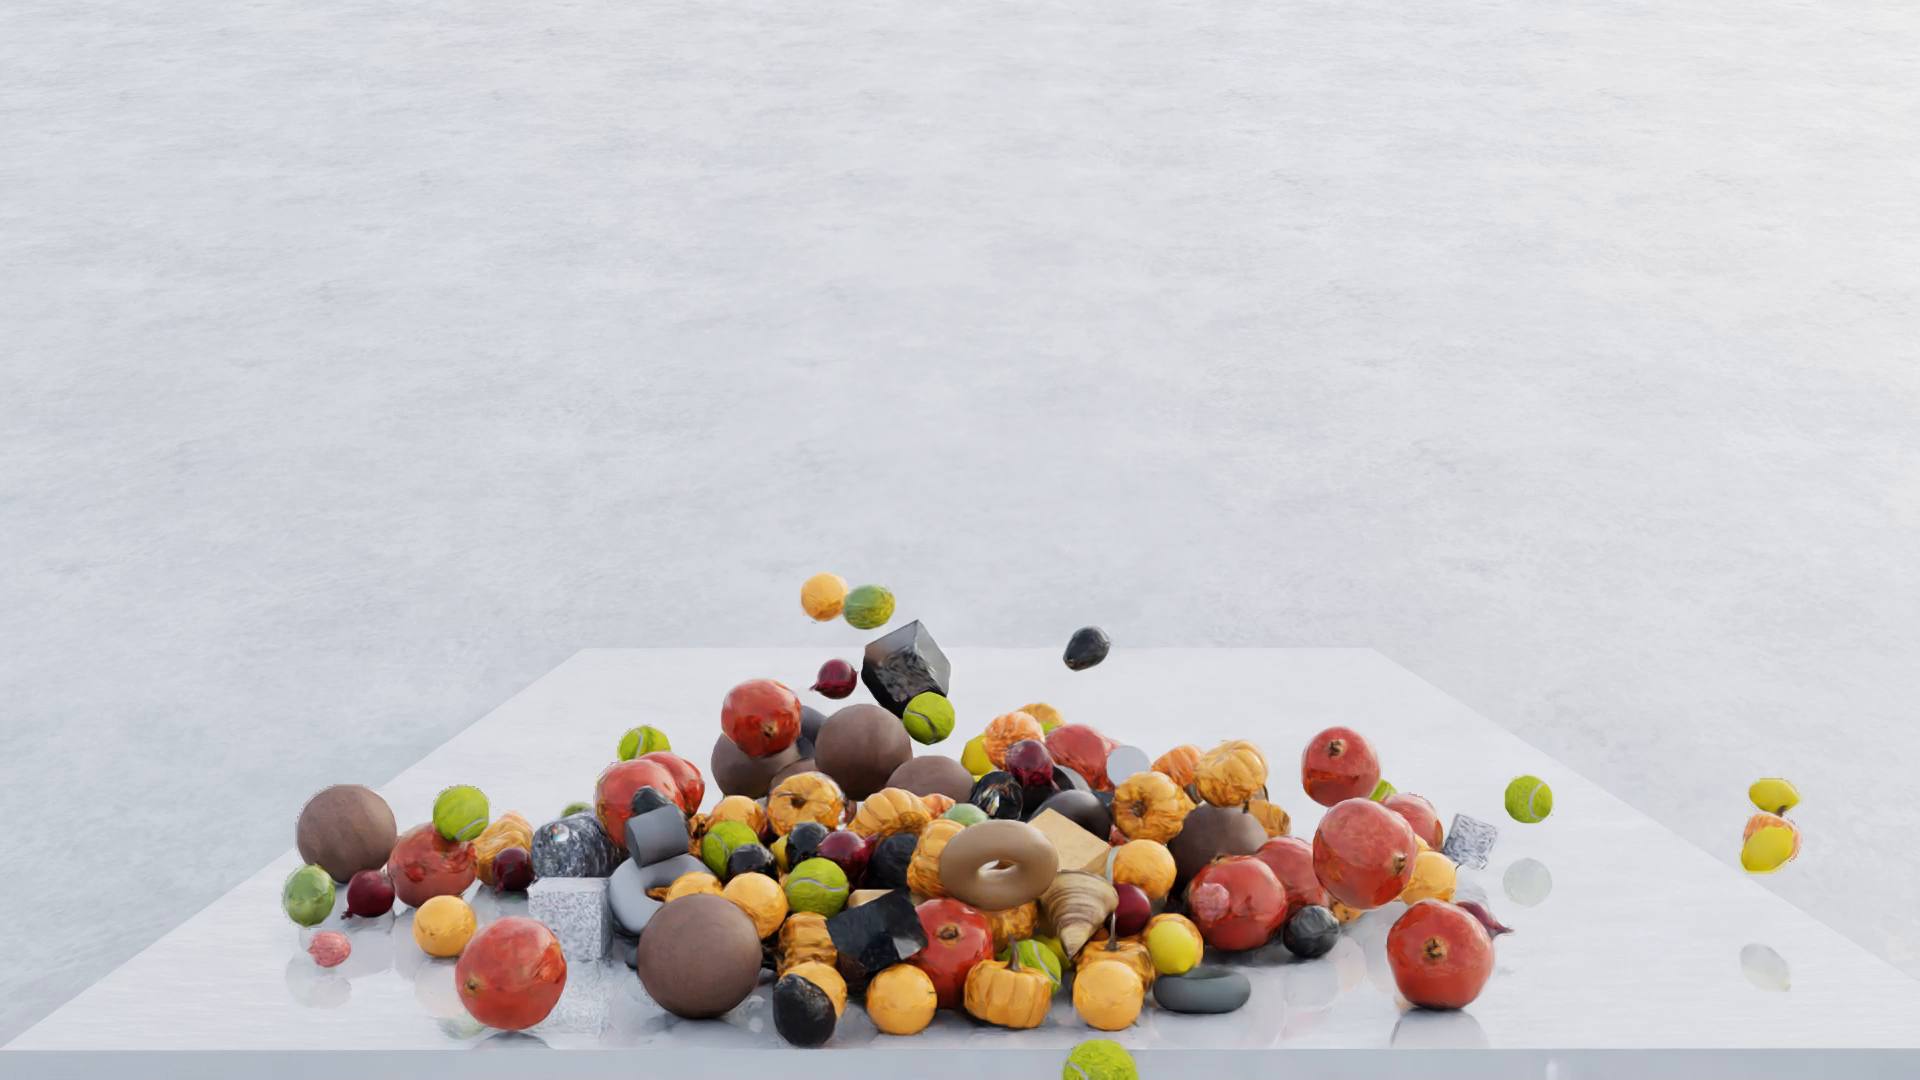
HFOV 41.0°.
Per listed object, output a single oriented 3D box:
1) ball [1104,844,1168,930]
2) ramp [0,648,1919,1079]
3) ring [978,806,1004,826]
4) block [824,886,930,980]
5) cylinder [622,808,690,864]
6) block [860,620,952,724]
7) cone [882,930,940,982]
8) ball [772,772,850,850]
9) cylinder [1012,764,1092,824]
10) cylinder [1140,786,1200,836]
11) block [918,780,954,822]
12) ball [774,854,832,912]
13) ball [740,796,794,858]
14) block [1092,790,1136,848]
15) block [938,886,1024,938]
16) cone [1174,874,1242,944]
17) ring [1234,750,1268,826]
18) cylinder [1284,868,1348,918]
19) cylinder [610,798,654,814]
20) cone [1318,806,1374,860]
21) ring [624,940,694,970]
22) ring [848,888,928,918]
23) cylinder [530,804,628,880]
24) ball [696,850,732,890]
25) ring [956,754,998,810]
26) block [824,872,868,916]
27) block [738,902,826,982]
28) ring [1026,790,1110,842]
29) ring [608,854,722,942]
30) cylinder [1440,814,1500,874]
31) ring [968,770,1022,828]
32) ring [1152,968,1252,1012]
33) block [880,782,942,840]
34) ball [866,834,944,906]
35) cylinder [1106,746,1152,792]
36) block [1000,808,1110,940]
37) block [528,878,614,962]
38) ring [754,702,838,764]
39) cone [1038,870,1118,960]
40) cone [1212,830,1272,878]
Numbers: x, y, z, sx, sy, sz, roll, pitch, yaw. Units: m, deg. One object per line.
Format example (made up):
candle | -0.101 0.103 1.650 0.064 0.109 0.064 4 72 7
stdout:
ball | 0.195 0.408 3.017 0.100 0.100 0.100 0 21 0
ramp | 0.048 0.438 4.532 2.000 0.100 4.000 0 3 0
ring | 0.061 0.392 3.338 0.117 0.117 0.039 -15 34 -34
block | -0.085 0.401 2.622 0.066 0.066 0.066 -26 -6 25
cylinder | -0.351 0.343 2.972 0.059 0.059 0.059 -2 19 -32
block | -0.078 0.191 3.729 0.091 0.091 0.091 -27 24 18
cone | -0.060 0.443 2.842 0.066 0.066 0.066 -2 18 -6
ball | -0.188 0.341 3.243 0.098 0.098 0.098 0 21 0
cylinder | 0.107 0.324 3.157 0.096 0.096 0.096 6 -5 15
cylinder | 0.303 0.391 3.701 0.062 0.062 0.062 -10 10 -25
block | -0.039 0.397 3.914 0.052 0.052 0.052 1 3 14
ball | -0.195 0.428 3.202 0.071 0.071 0.071 0 21 0
ball | -0.251 0.380 3.409 0.082 0.082 0.082 0 21 0
block | 0.167 0.383 3.341 0.090 0.090 0.090 13 63 -11
block | 0.038 0.401 2.992 0.083 0.083 0.083 -23 26 56
cone | 0.280 0.416 3.007 0.082 0.082 0.082 -13 42 12
ring | 0.433 0.370 3.821 0.038 0.115 0.115 -10 20 7
cylinder | 0.440 0.437 3.182 0.056 0.056 0.056 0 17 -35
cylinder | -0.460 0.400 3.570 0.078 0.078 0.078 -8 0 -20
cone | 0.521 0.387 3.543 0.080 0.080 0.080 -15 50 18
ring | -0.337 0.465 2.880 0.078 0.026 0.078 -8 -6 -1
ring | -0.079 0.401 2.820 0.089 0.030 0.089 5 -11 1
cylinder | -0.467 0.389 3.210 0.097 0.097 0.097 15 19 35
ball | -0.322 0.430 3.326 0.054 0.054 0.054 0 21 0
ring | 0.027 0.374 3.965 0.033 0.098 0.098 31 18 -11
block | -0.125 0.432 3.074 0.051 0.051 0.051 -21 -16 13
block | -0.196 0.443 2.837 0.061 0.061 0.061 23 -6 -26
ring | 0.124 0.352 3.034 0.122 0.122 0.041 -13 29 -31
ring | -0.342 0.411 2.972 0.132 0.044 0.132 7 35 -5
cylinder | 0.676 0.401 3.401 0.062 0.062 0.062 20 -2 1
ring | 0.042 0.314 3.034 0.029 0.086 0.086 11 23 40
ring | 0.255 0.474 2.710 0.104 0.035 0.104 -2 1 0
block | -0.072 0.396 3.731 0.072 0.072 0.072 -3 4 -16
ball | -0.062 0.377 2.901 0.090 0.090 0.090 0 21 0
cylinder | 0.206 0.280 3.137 0.053 0.053 0.053 3 -10 8
block | 0.101 0.369 2.847 0.087 0.087 0.087 30 39 27
block | -0.448 0.437 2.956 0.082 0.082 0.082 0 3 2
ring | -0.246 0.290 3.857 0.133 0.133 0.044 6 54 16
cone | 0.121 0.414 2.741 0.088 0.088 0.088 3 43 8
cone | 0.385 0.434 3.430 0.073 0.073 0.073 27 26 7
